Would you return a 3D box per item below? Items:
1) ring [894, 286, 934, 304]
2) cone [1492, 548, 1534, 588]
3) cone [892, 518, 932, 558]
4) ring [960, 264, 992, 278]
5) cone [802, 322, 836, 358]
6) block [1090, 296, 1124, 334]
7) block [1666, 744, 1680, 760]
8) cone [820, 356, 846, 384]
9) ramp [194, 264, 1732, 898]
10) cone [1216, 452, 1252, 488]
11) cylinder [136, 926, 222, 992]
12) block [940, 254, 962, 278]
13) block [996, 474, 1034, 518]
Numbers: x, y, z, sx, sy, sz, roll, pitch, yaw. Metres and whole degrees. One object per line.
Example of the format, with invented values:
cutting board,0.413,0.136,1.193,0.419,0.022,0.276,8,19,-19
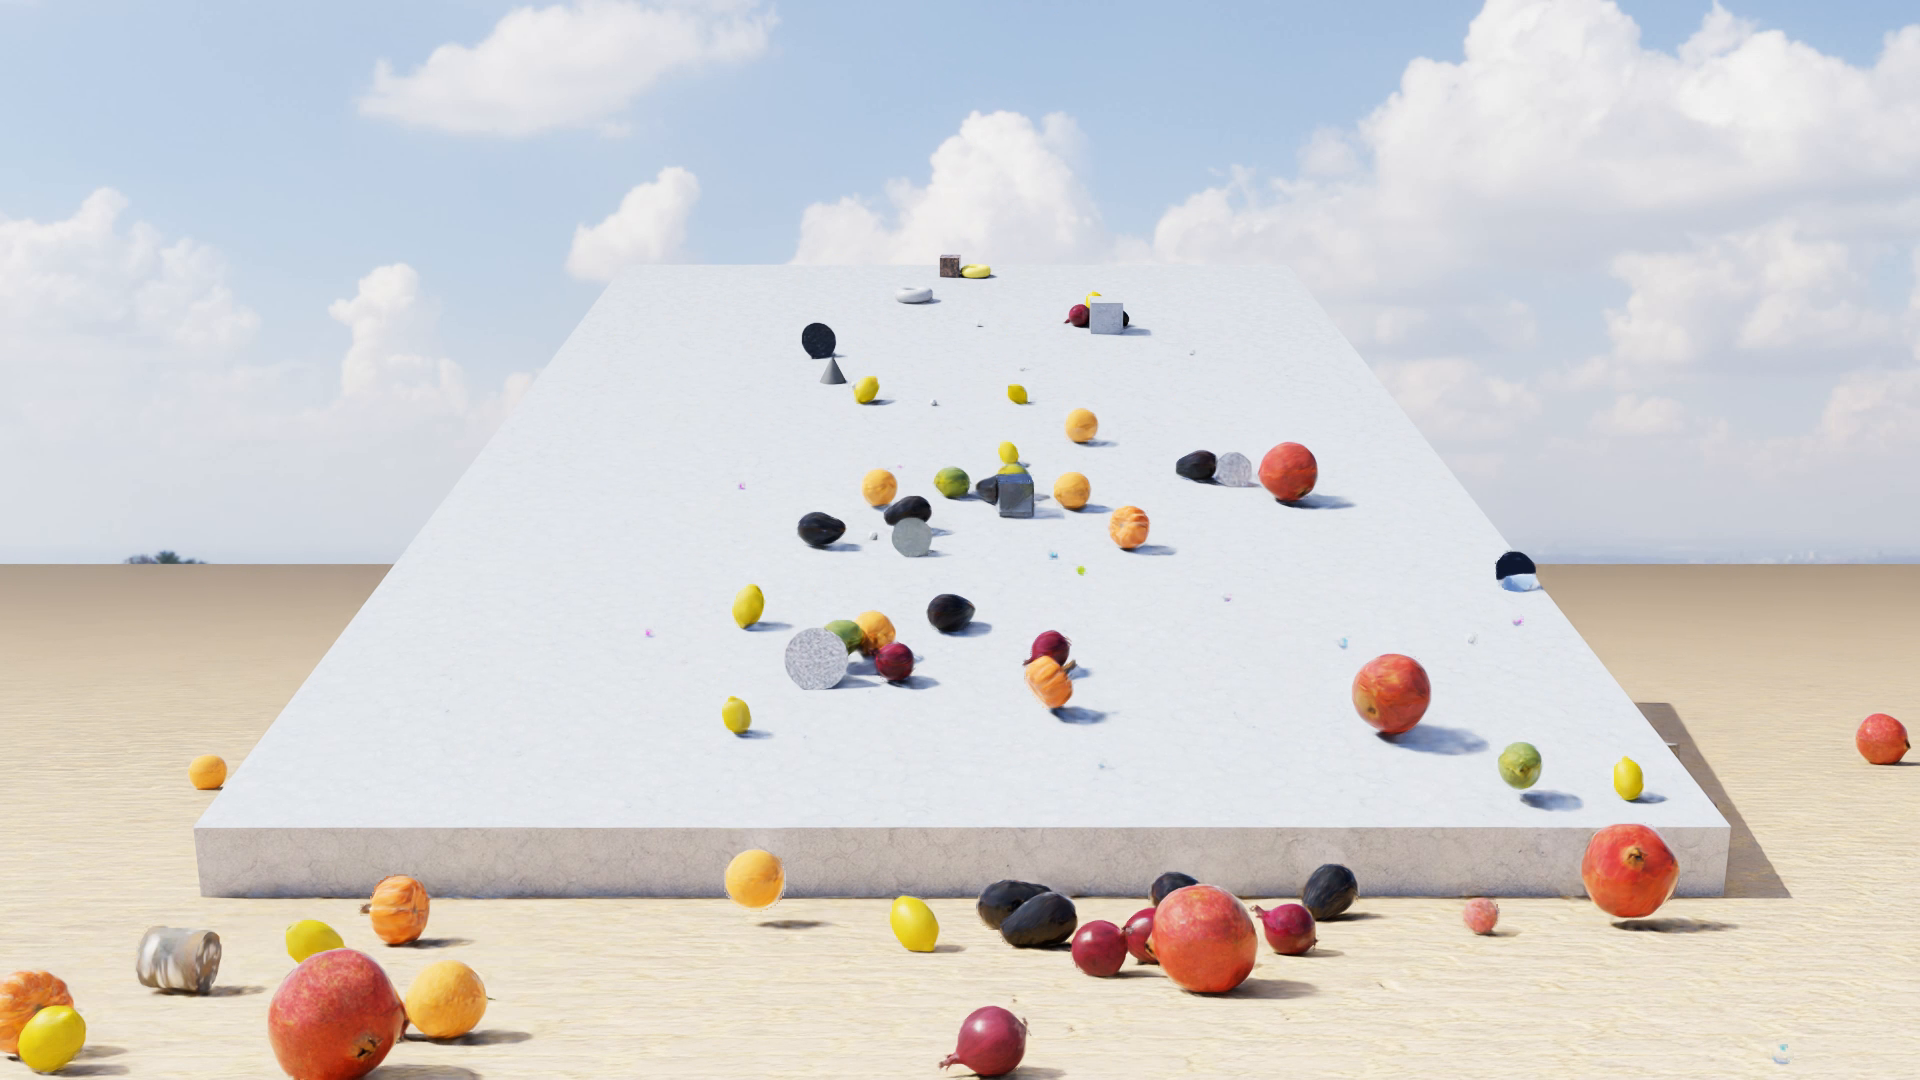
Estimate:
ring,-0.128,-0.682,6.188,0.109,0.036,0.109,-1,17,0
cone,0.946,0.060,3.843,0.072,0.072,0.072,0,-21,3
cone,-0.086,0.001,4.025,0.074,0.074,0.074,0,-9,0
ring,0.046,-0.788,6.536,0.091,0.030,0.091,-1,17,0
cone,-0.367,-0.484,5.550,0.092,0.092,0.092,0,-11,-24
block,0.381,-0.585,5.805,0.083,0.083,0.083,0,17,1
block,1.341,0.438,4.340,0.083,0.083,0.083,0,-1,-41
cone,-0.300,-0.405,5.262,0.064,0.064,0.064,0,17,0
ramp,-0.003,-0.180,4.821,2.000,0.100,4.000,0,17,0
cone,0.538,-0.132,4.451,0.074,0.074,0.074,0,-12,-8
cylinder,-0.802,0.430,2.289,0.062,0.062,0.062,4,0,6
block,-0.028,-0.804,6.538,0.058,0.058,0.058,2,18,5
block,0.104,-0.084,4.241,0.067,0.067,0.067,-2,18,-6
